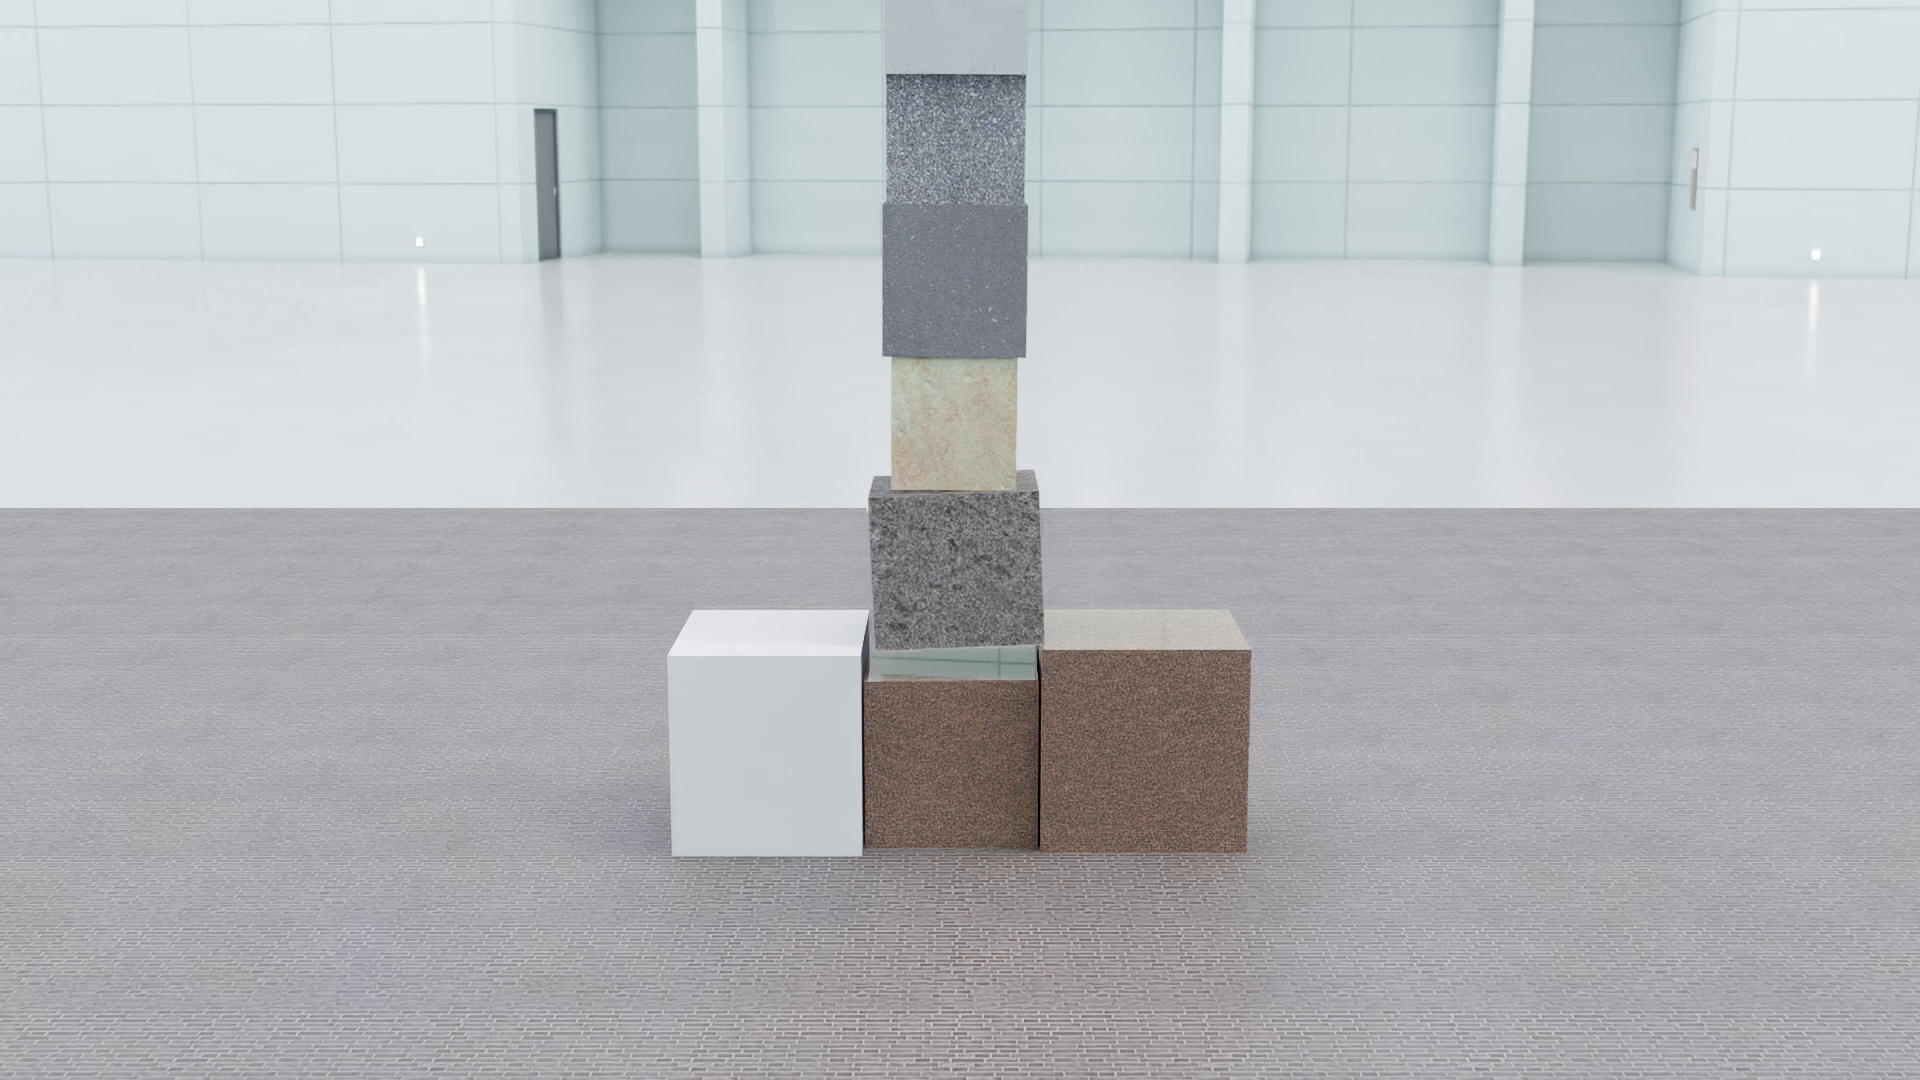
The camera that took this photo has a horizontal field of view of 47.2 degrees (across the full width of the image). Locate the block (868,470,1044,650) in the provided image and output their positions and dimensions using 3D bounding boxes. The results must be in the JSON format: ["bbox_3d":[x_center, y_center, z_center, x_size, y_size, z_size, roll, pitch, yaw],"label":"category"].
[{"bbox_3d":[-0.016,0.091,11.203,0.840,0.768,0.733,-2,10,0],"label":"block"}]

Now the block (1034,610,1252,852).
[{"bbox_3d":[0.916,0.966,11.346,1.030,1.040,0.940,0,10,0],"label":"block"}]

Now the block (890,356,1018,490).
[{"bbox_3d":[-0.030,-0.623,11.066,0.616,0.657,0.604,0,10,0],"label":"block"}]

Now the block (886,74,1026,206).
[{"bbox_3d":[-0.020,-1.972,10.842,0.667,0.613,0.648,0,10,0],"label":"block"}]

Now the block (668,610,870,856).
[{"bbox_3d":[-0.958,0.973,11.357,0.944,1.022,1.067,0,10,0],"label":"block"}]

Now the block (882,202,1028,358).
[{"bbox_3d":[-0.025,-1.309,10.953,0.699,0.732,0.684,0,10,0],"label":"block"}]

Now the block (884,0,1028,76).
[{"bbox_3d":[-0.016,-2.573,10.714,0.678,0.616,0.740,0,10,0],"label":"block"}]

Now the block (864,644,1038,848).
[{"bbox_3d":[-0.043,1.051,11.388,0.867,0.858,0.829,0,10,0],"label":"block"}]
